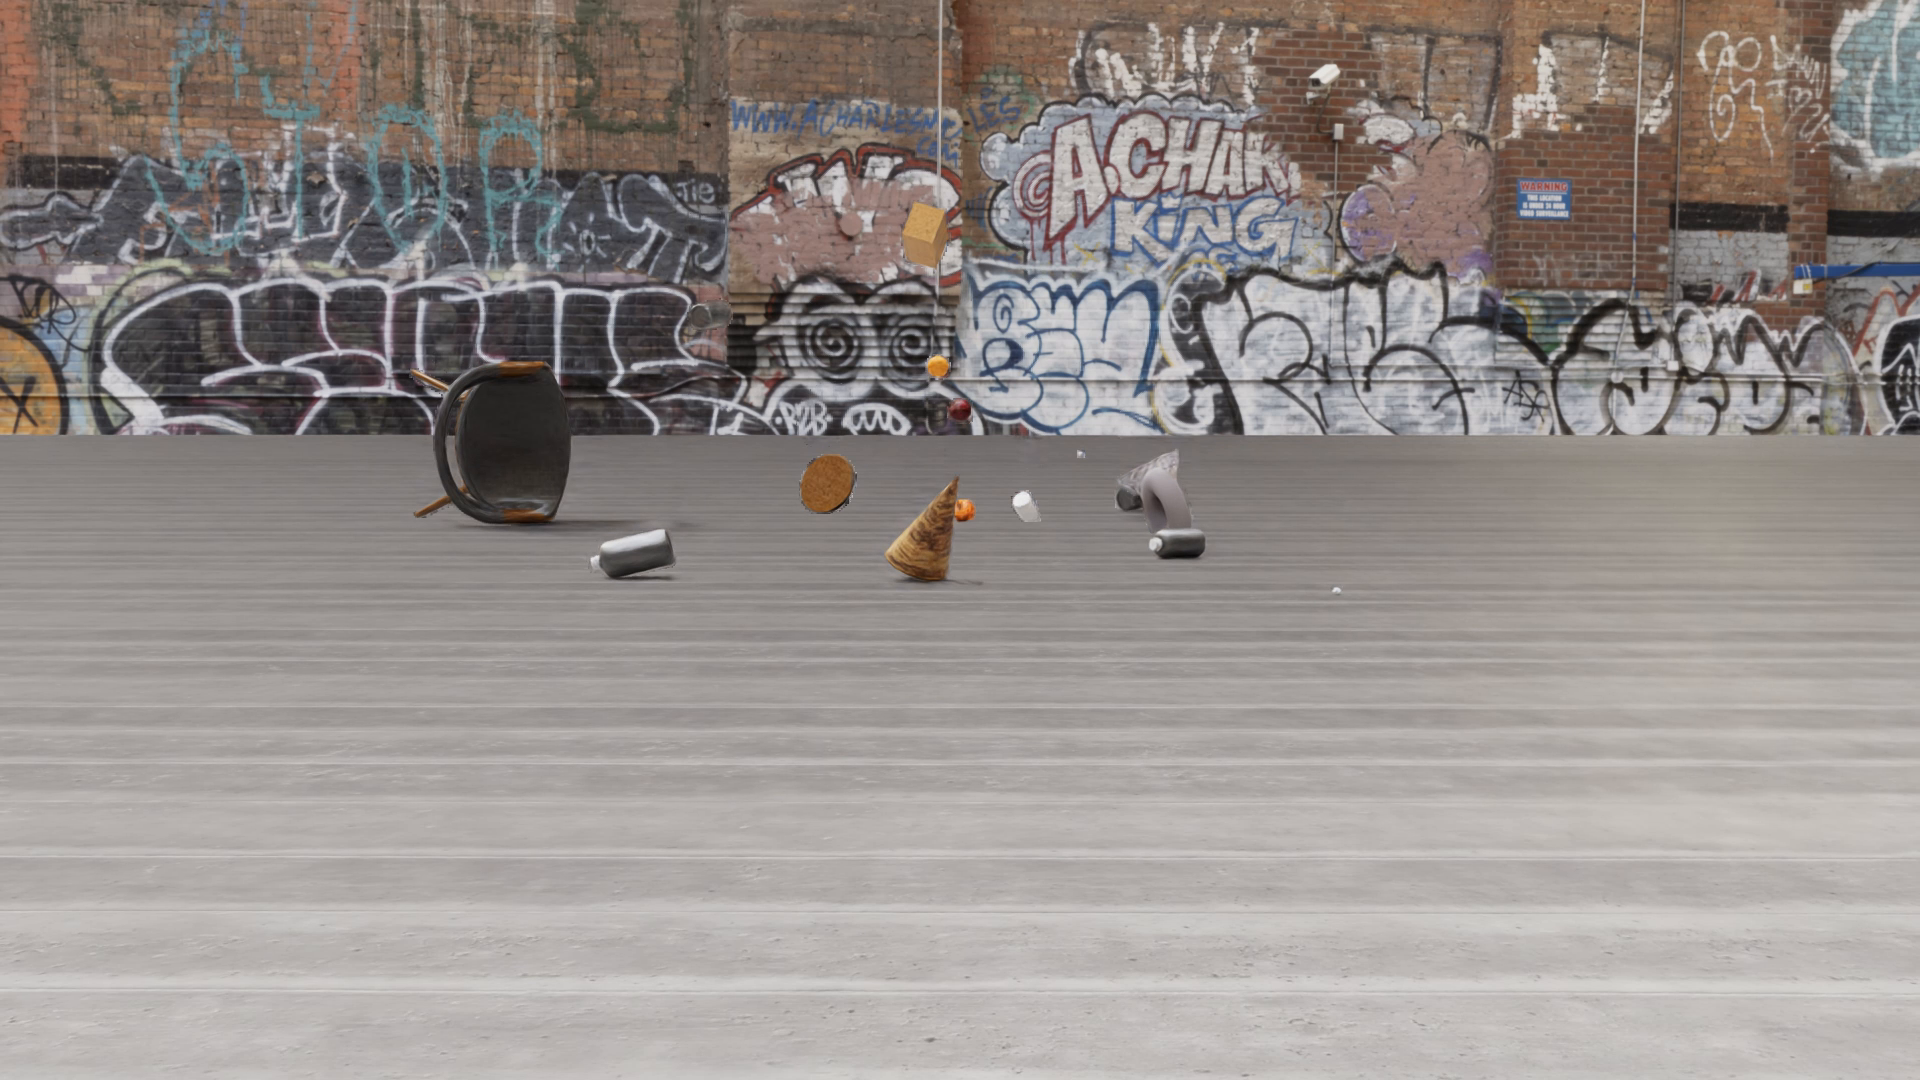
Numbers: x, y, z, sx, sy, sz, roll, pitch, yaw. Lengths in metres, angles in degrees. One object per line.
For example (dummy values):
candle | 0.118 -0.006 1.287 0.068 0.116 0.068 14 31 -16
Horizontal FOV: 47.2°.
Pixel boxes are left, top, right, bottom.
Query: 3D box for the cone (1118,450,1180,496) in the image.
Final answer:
cone | 0.687 -0.169 7.523 0.239 0.197 0.103 -27 -14 4

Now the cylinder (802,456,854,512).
cylinder | -0.475 -0.201 7.915 0.169 0.213 0.139 29 1 2

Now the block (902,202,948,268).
block | -0.120 -1.066 7.699 0.112 0.129 0.209 18 -16 9

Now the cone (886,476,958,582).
cone | -0.053 -0.048 5.113 0.161 0.261 0.129 14 30 -22

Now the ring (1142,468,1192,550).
ring | 0.573 -0.084 6.110 0.078 0.241 0.125 -21 4 -35
